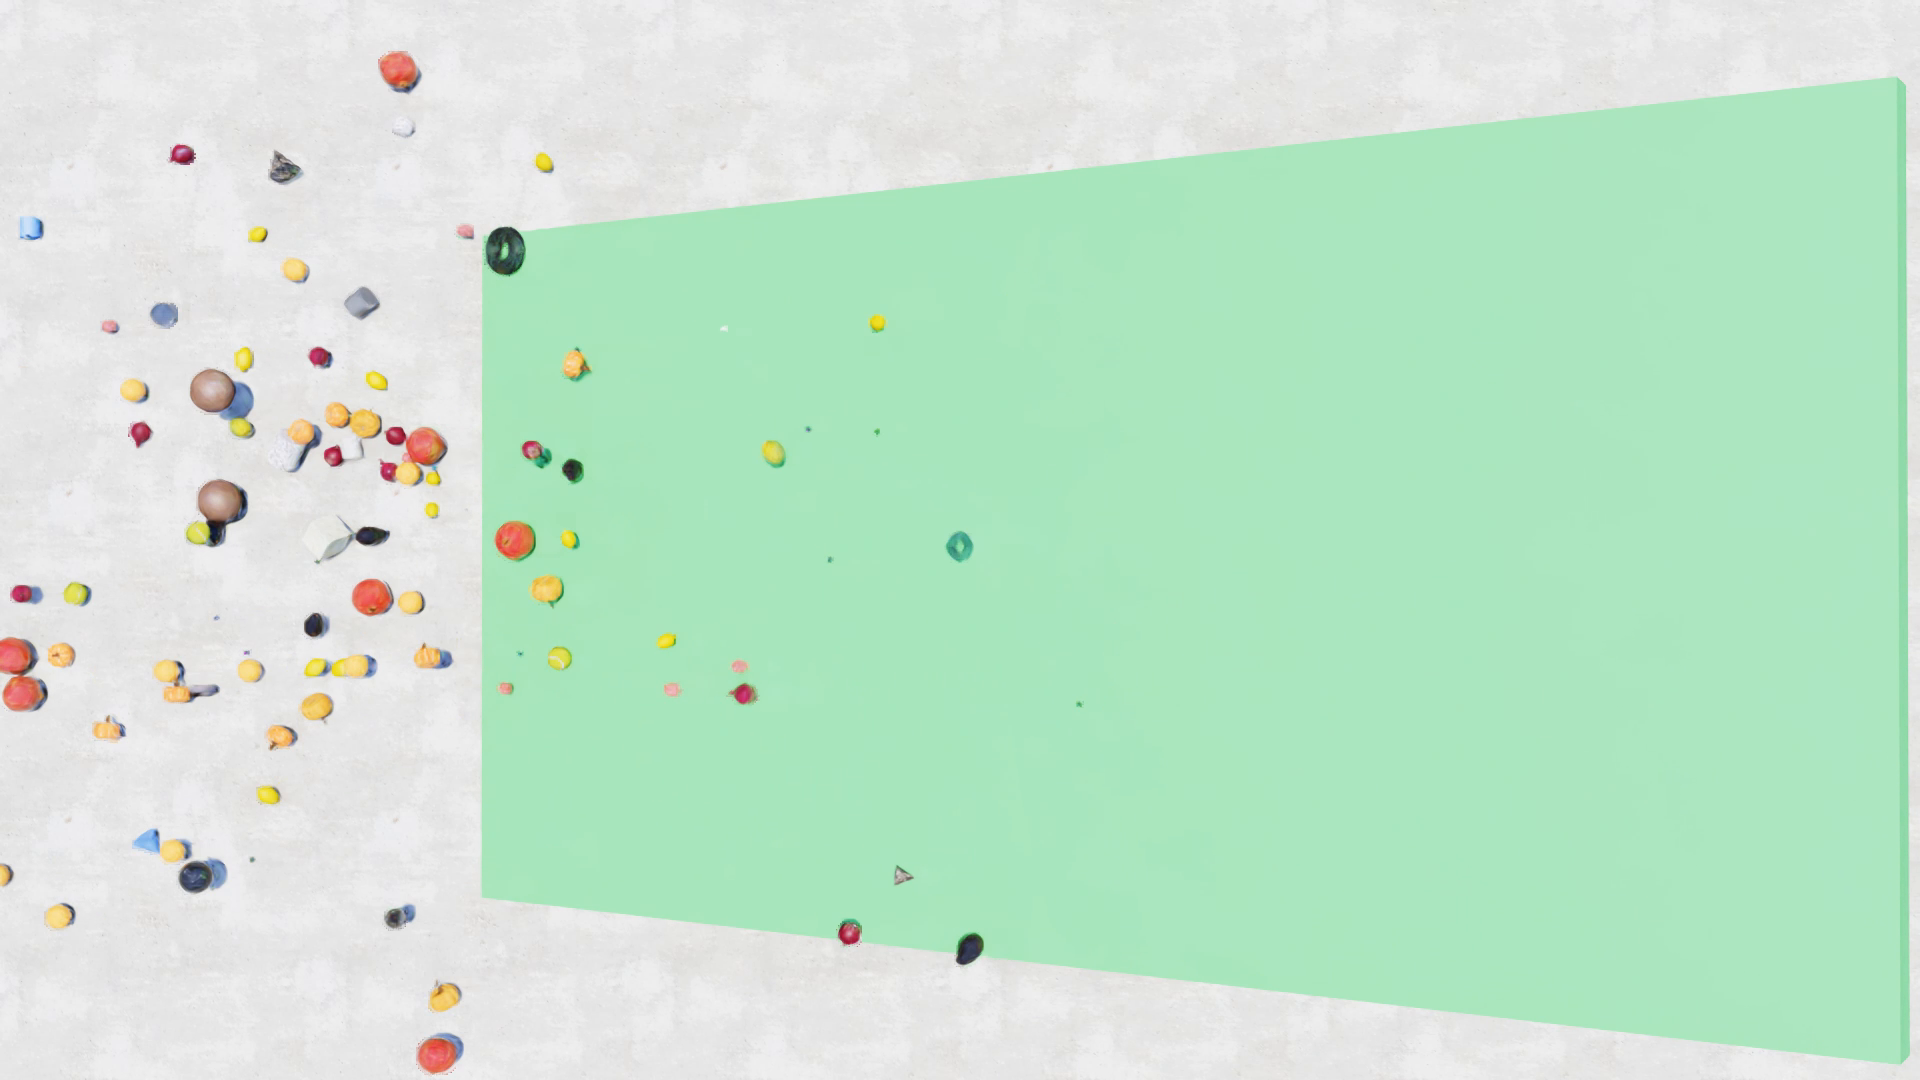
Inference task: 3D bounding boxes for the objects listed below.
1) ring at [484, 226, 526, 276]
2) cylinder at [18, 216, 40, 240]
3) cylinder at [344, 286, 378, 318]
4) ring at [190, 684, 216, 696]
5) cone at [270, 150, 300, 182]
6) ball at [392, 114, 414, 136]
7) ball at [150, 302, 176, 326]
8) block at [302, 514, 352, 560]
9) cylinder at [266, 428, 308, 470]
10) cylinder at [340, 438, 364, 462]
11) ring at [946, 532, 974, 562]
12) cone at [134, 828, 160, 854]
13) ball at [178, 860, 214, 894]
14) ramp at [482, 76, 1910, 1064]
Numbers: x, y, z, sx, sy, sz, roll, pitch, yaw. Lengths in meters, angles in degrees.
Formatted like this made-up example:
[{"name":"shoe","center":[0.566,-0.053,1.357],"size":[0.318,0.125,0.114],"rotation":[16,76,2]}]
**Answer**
[{"name":"ring","center":[-1.359,-0.864,6.567],"size":[0.147,0.049,0.147],"rotation":[1,91,33]},{"name":"cylinder","center":[-2.835,-0.950,6.700],"size":[0.059,0.059,0.059],"rotation":[-7,78,0]},{"name":"cylinder","center":[-1.822,-0.723,6.688],"size":[0.069,0.069,0.069],"rotation":[-35,90,22]},{"name":"ring","center":[-2.298,0.457,6.683],"size":[0.078,0.078,0.026],"rotation":[-7,73,0]},{"name":"cone","center":[-2.065,-1.151,6.679],"size":[0.090,0.090,0.090],"rotation":[-26,72,0]},{"name":"ball","center":[-1.697,-1.265,6.708],"size":[0.063,0.063,0.063],"rotation":[0,90,0]},{"name":"ball","center":[-2.427,-0.688,6.697],"size":[0.075,0.075,0.075],"rotation":[0,90,0]},{"name":"block","center":[-1.918,-0.010,6.660],"size":[0.088,0.088,0.088],"rotation":[47,126,11]},{"name":"cylinder","center":[-2.041,-0.276,6.668],"size":[0.094,0.094,0.094],"rotation":[29,114,0]},{"name":"cylinder","center":[-1.854,-0.275,6.696],"size":[0.060,0.060,0.060],"rotation":[-14,83,0]},{"name":"ring","center":[0.000,0.017,5.680],"size":[0.080,0.027,0.080],"rotation":[-1,89,35]},{"name":"cone","center":[-2.461,0.932,6.700],"size":[0.077,0.077,0.077],"rotation":[-33,114,0]},{"name":"ball","center":[-2.282,1.007,6.566],"size":[0.099,0.099,0.099],"rotation":[0,90,0]},{"name":"ramp","center":[0.255,0.070,5.588],"size":[4.000,0.100,2.000],"rotation":[0,89,33]}]
